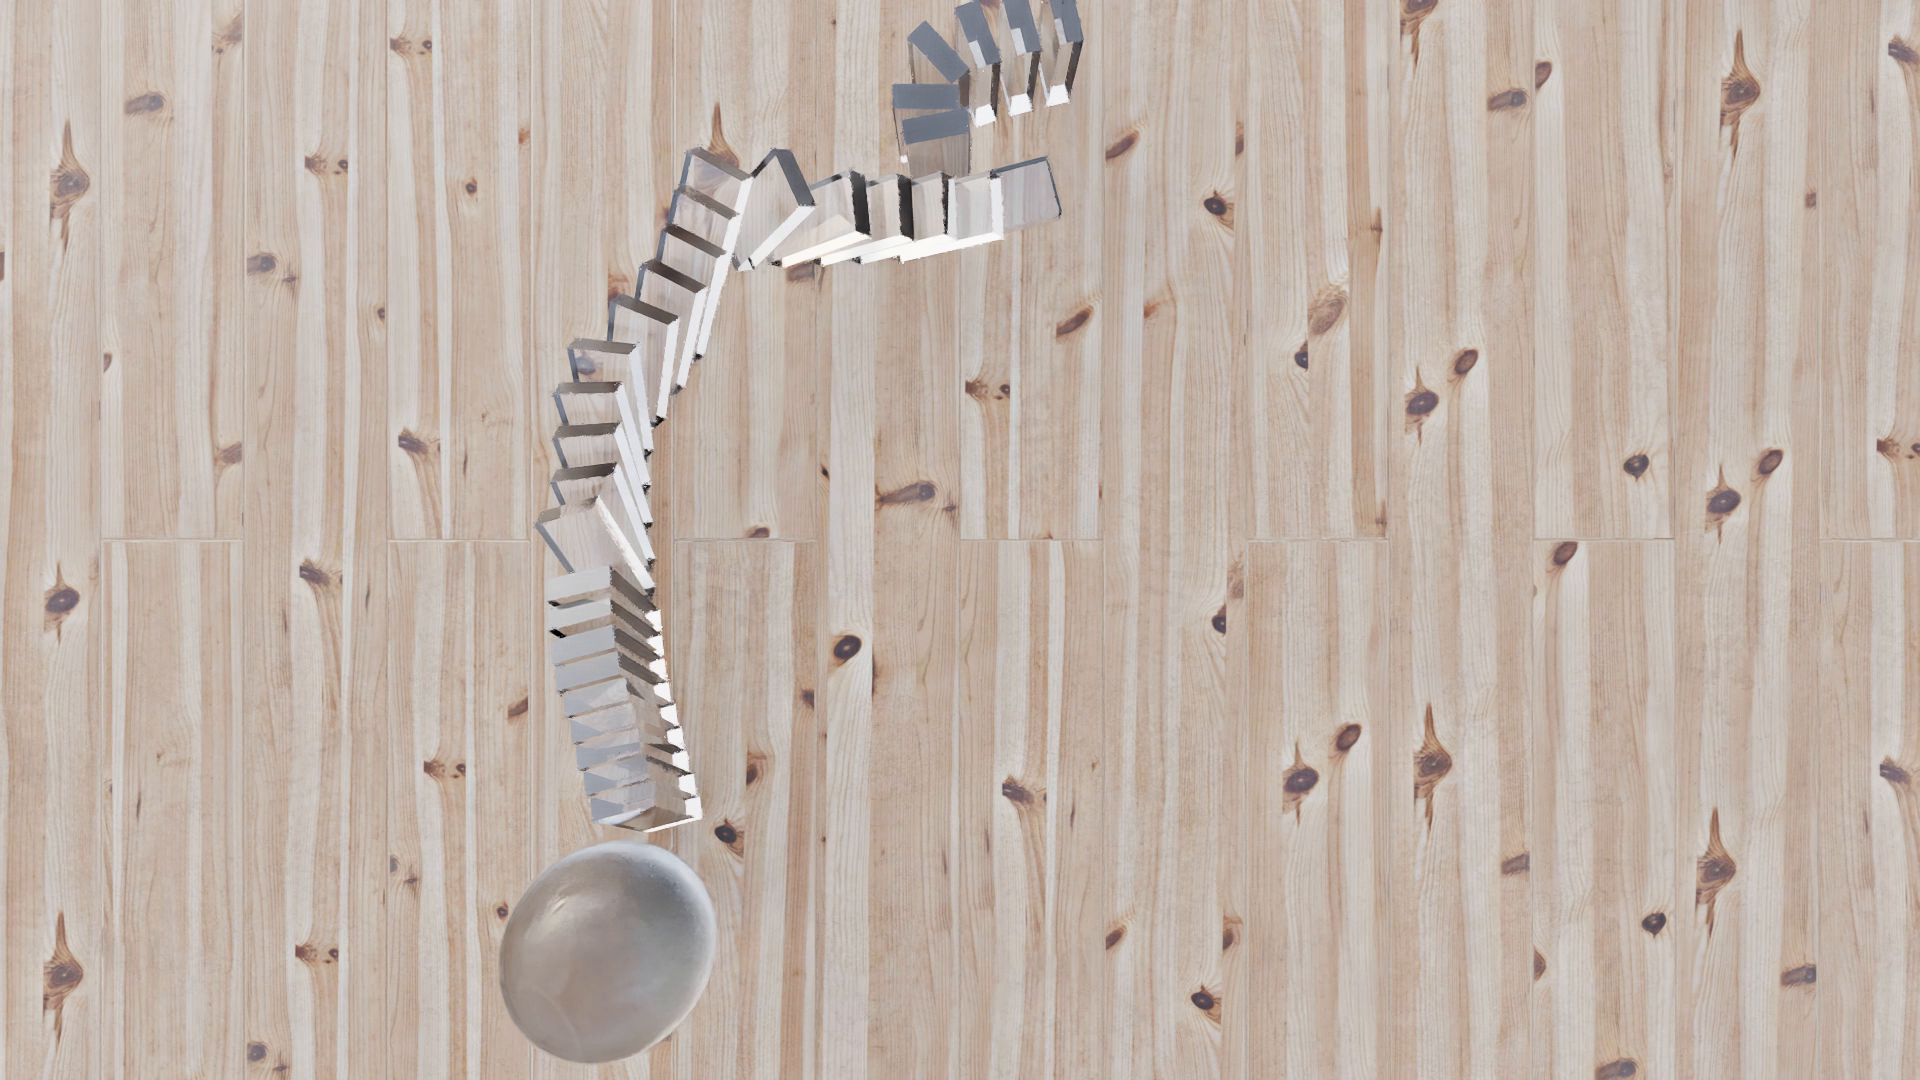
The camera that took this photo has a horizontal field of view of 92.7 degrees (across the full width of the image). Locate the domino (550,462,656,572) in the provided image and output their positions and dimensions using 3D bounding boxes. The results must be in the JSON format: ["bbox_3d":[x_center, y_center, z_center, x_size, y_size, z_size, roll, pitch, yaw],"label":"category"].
[{"bbox_3d":[-0.148,-0.007,0.381,0.025,0.009,0.050,-7,127,0],"label":"domino"}]

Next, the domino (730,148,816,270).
[{"bbox_3d":[-0.082,-0.136,0.380,0.050,0.009,0.025,-25,90,43],"label":"domino"}]

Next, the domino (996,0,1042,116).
[{"bbox_3d":[0.023,-0.198,0.375,0.010,0.050,0.025,-15,90,0],"label":"domino"}]

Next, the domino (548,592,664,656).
[{"bbox_3d":[-0.144,0.038,0.376,0.025,0.050,0.010,-15,64,0],"label":"domino"}]

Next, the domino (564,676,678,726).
[{"bbox_3d":[-0.138,0.070,0.375,0.025,0.050,0.009,-15,67,0],"label":"domino"}]

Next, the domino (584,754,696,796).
[{"bbox_3d":[-0.130,0.100,0.375,0.025,0.050,0.010,-15,67,0],"label":"domino"}]

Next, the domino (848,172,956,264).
[{"bbox_3d":[-0.025,-0.134,0.382,0.050,0.010,0.025,-2,90,33],"label":"domino"}]

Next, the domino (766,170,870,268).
[{"bbox_3d":[-0.061,-0.133,0.382,0.050,0.010,0.025,-6,90,34],"label":"domino"}]

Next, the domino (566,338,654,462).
[{"bbox_3d":[-0.144,-0.058,0.381,0.025,0.009,0.050,6,128,1],"label":"domino"}]

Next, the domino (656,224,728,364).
[{"bbox_3d":[-0.115,-0.102,0.381,0.025,0.010,0.050,27,127,0],"label":"domino"}]

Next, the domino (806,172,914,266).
[{"bbox_3d":[-0.043,-0.133,0.382,0.050,0.009,0.025,-3,90,33],"label":"domino"}]

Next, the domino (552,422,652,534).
[{"bbox_3d":[-0.148,-0.024,0.381,0.025,0.009,0.050,-4,127,0],"label":"domino"}]

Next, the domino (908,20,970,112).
[{"bbox_3d":[-0.008,-0.186,0.375,0.010,0.050,0.025,-43,90,0],"label":"domino"}]

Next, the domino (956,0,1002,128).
[{"bbox_3d":[0.007,-0.193,0.375,0.010,0.050,0.025,-20,90,0],"label":"domino"}]

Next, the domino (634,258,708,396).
[{"bbox_3d":[-0.123,-0.088,0.381,0.025,0.010,0.050,27,127,0],"label":"domino"}]

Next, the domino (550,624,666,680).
[{"bbox_3d":[-0.143,0.050,0.375,0.025,0.050,0.010,-15,67,0],"label":"domino"}]

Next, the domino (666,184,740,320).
[{"bbox_3d":[-0.110,-0.118,0.381,0.025,0.009,0.050,29,127,0],"label":"domino"}]

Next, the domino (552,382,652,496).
[{"bbox_3d":[-0.148,-0.041,0.381,0.025,0.009,0.050,-1,127,2],"label":"domino"}]

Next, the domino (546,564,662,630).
[{"bbox_3d":[-0.145,0.027,0.375,0.025,0.050,0.010,-13,64,0],"label":"domino"}]

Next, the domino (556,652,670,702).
[{"bbox_3d":[-0.141,0.060,0.375,0.025,0.050,0.009,-15,67,0],"label":"domino"}]

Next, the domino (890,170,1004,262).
[{"bbox_3d":[-0.007,-0.135,0.384,0.050,0.009,0.025,-3,90,29],"label":"domino"}]

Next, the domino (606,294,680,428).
[{"bbox_3d":[-0.134,-0.074,0.381,0.025,0.009,0.050,22,126,0],"label":"domino"}]

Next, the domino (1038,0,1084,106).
[{"bbox_3d":[0.040,-0.202,0.375,0.009,0.050,0.025,-13,90,0],"label":"domino"}]

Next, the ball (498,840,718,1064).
[{"bbox_3d":[-0.136,0.160,0.360,0.080,0.080,0.080,0,90,0],"label":"ball"}]

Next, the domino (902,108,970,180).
[{"bbox_3d":[-0.009,-0.158,0.375,0.025,0.050,0.009,-11,90,0],"label":"domino"}]

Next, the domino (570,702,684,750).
[{"bbox_3d":[-0.135,0.080,0.375,0.025,0.050,0.009,-15,67,0],"label":"domino"}]

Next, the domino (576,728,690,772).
[{"bbox_3d":[-0.133,0.090,0.375,0.025,0.050,0.009,-15,67,0],"label":"domino"}]

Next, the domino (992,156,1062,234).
[{"bbox_3d":[0.016,-0.146,0.395,0.050,0.009,0.025,-15,90,0],"label":"domino"}]

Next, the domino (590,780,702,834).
[{"bbox_3d":[-0.127,0.110,0.375,0.025,0.050,0.010,-15,67,0],"label":"domino"}]

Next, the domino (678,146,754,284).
[{"bbox_3d":[-0.106,-0.133,0.381,0.025,0.009,0.050,29,127,0],"label":"domino"}]

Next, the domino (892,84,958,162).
[{"bbox_3d":[-0.013,-0.169,0.375,0.025,0.050,0.009,1,90,0],"label":"domino"}]

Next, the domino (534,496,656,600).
[{"bbox_3d":[-0.150,0.007,0.380,0.025,0.010,0.050,-15,127,6],"label":"domino"}]
